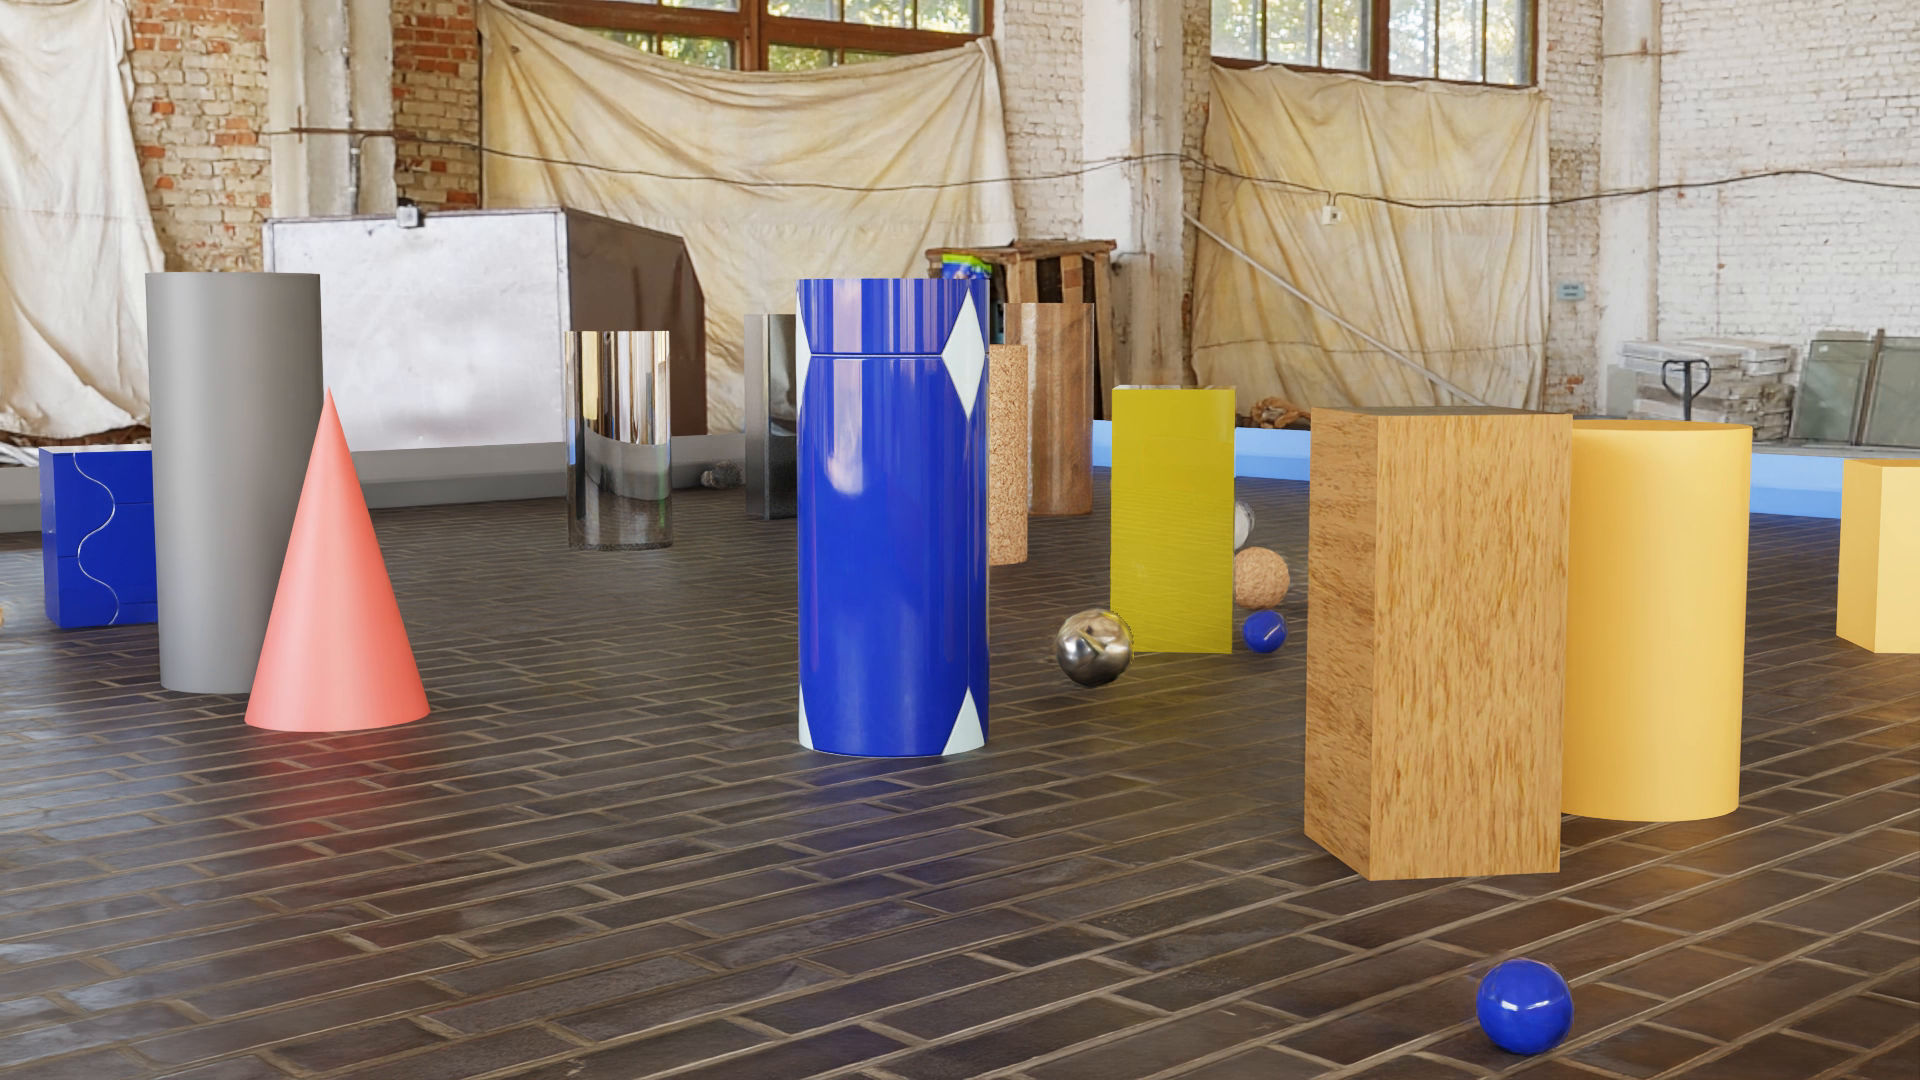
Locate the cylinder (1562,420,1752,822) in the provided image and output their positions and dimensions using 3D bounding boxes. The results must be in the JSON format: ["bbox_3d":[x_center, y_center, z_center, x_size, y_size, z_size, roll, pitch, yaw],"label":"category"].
[{"bbox_3d":[0.611,0.066,2.003,0.198,0.342,0.198,0,6,0],"label":"cylinder"}]

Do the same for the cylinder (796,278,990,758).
[{"bbox_3d":[-0.069,-0.029,2.269,0.198,0.476,0.198,0,6,0],"label":"cylinder"}]

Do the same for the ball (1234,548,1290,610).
[{"bbox_3d":[0.442,0.058,3.270,0.095,0.095,0.095,0,6,0],"label":"ball"}]

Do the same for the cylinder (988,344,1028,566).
[{"bbox_3d":[0.022,-0.156,3.930,0.198,0.383,0.198,0,6,0],"label":"cylinder"}]

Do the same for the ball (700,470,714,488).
[{"bbox_3d":[-0.634,-0.153,5.543,0.043,0.043,0.043,0,6,0],"label":"ball"}]

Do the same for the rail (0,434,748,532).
[{"bbox_3d":[-1.411,-0.125,4.853,4.671,0.129,0.045,-5,8,-42],"label":"rail"}]

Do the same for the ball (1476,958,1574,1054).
[{"bbox_3d":[0.339,0.280,1.322,0.057,0.057,0.057,0,6,0],"label":"ball"}]

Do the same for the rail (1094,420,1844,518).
[{"bbox_3d":[1.699,-0.129,4.891,0.045,0.129,4.209,-5,8,-42],"label":"rail"}]

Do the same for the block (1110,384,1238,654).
[{"bbox_3d":[0.287,-0.032,2.936,0.158,0.343,0.158,1,6,8],"label":"block"}]

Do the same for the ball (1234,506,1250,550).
[{"bbox_3d":[0.484,-0.022,4.039,0.094,0.094,0.094,0,6,0],"label":"ball"}]

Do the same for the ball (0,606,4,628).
[{"bbox_3d":[-1.340,0.106,3.021,0.052,0.052,0.052,0,6,0],"label":"ball"}]

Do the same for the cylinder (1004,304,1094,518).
[{"bbox_3d":[0.194,-0.289,4.832,0.198,0.461,0.198,0,6,0],"label":"cylinder"}]

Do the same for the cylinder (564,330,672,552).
[{"bbox_3d":[-0.645,-0.191,4.157,0.198,0.406,0.198,0,6,0],"label":"cylinder"}]

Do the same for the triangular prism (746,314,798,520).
[{"bbox_3d":[-0.412,-0.271,4.773,0.149,0.437,0.172,5,8,40],"label":"triangular prism"}]

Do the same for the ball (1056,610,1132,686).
[{"bbox_3d":[0.159,0.128,2.612,0.092,0.092,0.092,0,6,0],"label":"ball"}]

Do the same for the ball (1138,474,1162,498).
[{"bbox_3d":[0.452,-0.129,5.235,0.060,0.060,0.060,0,6,0],"label":"ball"}]

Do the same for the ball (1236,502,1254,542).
[{"bbox_3d":[0.508,-0.030,4.137,0.089,0.089,0.089,0,6,0],"label":"ball"}]

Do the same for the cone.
[{"bbox_3d":[-0.687,0.012,2.413,0.198,0.364,0.198,0,6,0],"label":"cone"}]

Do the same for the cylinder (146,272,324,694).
[{"bbox_3d":[-0.863,-0.074,2.638,0.198,0.488,0.198,0,6,0],"label":"cylinder"}]

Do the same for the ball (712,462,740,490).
[{"bbox_3d":[-0.582,-0.159,5.466,0.071,0.071,0.071,0,6,0],"label":"ball"}]

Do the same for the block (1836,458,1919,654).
[{"bbox_3d":[1.280,0.019,2.932,0.158,0.243,0.158,0,6,5],"label":"block"}]

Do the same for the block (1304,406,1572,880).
[{"bbox_3d":[0.385,0.076,1.795,0.158,0.364,0.158,-1,6,-10],"label":"block"}]

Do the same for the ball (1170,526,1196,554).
[{"bbox_3d":[0.410,0.000,4.048,0.050,0.050,0.050,0,6,0],"label":"ball"}]

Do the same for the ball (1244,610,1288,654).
[{"bbox_3d":[0.399,0.119,2.868,0.057,0.057,0.057,0,6,0],"label":"ball"}]

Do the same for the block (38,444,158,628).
[{"bbox_3d":[-1.236,-0.010,3.189,0.158,0.247,0.158,-3,7,-29],"label":"block"}]
